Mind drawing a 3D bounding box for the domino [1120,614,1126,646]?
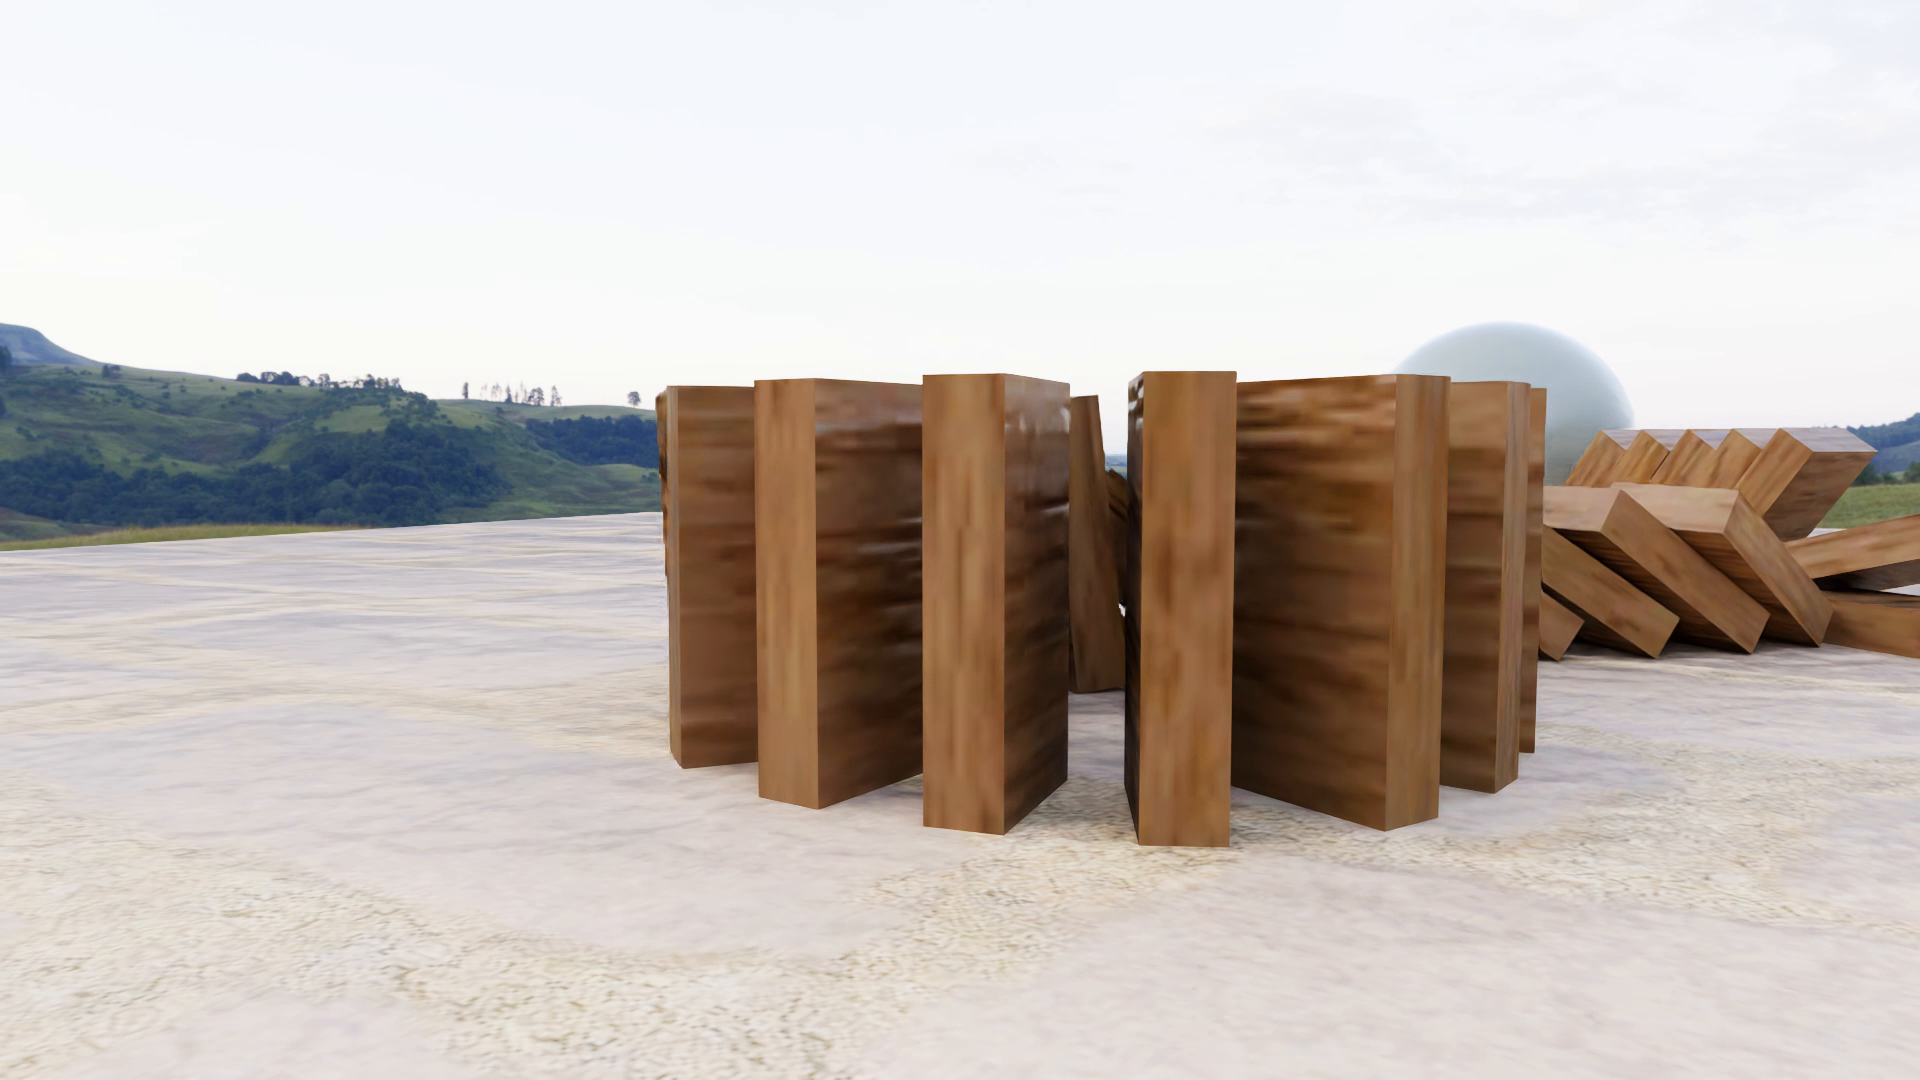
[{"bbox_3d":[0.011,0.004,0.255,0.050,0.009,0.025,40,0,-6],"label":"domino"}]

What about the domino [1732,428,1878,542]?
[{"bbox_3d":[0.193,-0.004,0.309,0.025,0.050,0.009,-2,40,-27],"label":"domino"}]

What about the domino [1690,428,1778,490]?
[{"bbox_3d":[0.189,-0.005,0.320,0.025,0.050,0.009,-2,40,-27],"label":"domino"}]

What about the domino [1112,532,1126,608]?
[{"bbox_3d":[0.029,0.004,0.255,0.050,0.009,0.025,37,1,-6],"label":"domino"}]

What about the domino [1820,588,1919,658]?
[{"bbox_3d":[0.199,0.018,0.269,0.025,0.009,0.050,-1,4,-14],"label":"domino"}]

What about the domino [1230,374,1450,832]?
[{"bbox_3d":[0.044,0.006,0.152,0.009,0.050,0.025,-3,5,-34],"label":"domino"}]

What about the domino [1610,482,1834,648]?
[{"bbox_3d":[0.157,0.005,0.267,0.050,0.010,0.025,34,-12,-31],"label":"domino"}]

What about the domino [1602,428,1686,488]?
[{"bbox_3d":[0.179,-0.006,0.341,0.025,0.050,0.009,-2,40,-27],"label":"domino"}]

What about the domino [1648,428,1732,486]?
[{"bbox_3d":[0.184,-0.005,0.331,0.025,0.050,0.009,-2,40,-27],"label":"domino"}]

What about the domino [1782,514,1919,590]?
[{"bbox_3d":[0.207,0.004,0.289,0.025,0.009,0.050,12,-21,-36],"label":"domino"}]

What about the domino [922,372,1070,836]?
[{"bbox_3d":[0.005,0.006,0.151,0.009,0.050,0.025,2,5,21],"label":"domino"}]

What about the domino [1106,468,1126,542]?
[{"bbox_3d":[0.044,0.004,0.257,0.050,0.009,0.025,37,1,-6],"label":"domino"}]

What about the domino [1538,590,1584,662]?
[{"bbox_3d":[0.097,0.005,0.260,0.050,0.009,0.025,33,0,-8],"label":"domino"}]

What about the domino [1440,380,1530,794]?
[{"bbox_3d":[0.058,0.005,0.166,0.025,0.050,0.009,4,6,39],"label":"domino"}]

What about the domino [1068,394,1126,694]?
[{"bbox_3d":[0.017,0.000,0.228,0.009,0.050,0.025,-9,7,-20],"label":"domino"}]

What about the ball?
[{"bbox_3d":[0.165,-0.027,0.395,0.080,0.080,0.080,0,4,0],"label":"ball"}]

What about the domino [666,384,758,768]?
[{"bbox_3d":[-0.026,0.004,0.174,0.025,0.050,0.010,-2,7,-21],"label":"domino"}]

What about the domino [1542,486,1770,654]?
[{"bbox_3d":[0.138,0.006,0.263,0.050,0.009,0.025,32,-8,-21],"label":"domino"}]

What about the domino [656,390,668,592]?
[{"bbox_3d":[-0.030,0.003,0.191,0.025,0.050,0.010,0,15,0],"label":"domino"}]

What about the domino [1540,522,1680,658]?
[{"bbox_3d":[0.117,0.006,0.261,0.050,0.009,0.025,32,-2,-11],"label":"domino"}]

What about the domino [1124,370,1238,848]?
[{"bbox_3d":[0.025,0.007,0.146,0.009,0.050,0.025,0,4,4],"label":"domino"}]

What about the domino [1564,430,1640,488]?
[{"bbox_3d":[0.173,-0.007,0.351,0.025,0.050,0.010,-2,40,-27],"label":"domino"}]

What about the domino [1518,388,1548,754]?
[{"bbox_3d":[0.069,0.004,0.183,0.025,0.050,0.009,1,5,19],"label":"domino"}]

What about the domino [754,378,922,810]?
[{"bbox_3d":[-0.013,0.006,0.160,0.010,0.050,0.025,3,5,35],"label":"domino"}]
